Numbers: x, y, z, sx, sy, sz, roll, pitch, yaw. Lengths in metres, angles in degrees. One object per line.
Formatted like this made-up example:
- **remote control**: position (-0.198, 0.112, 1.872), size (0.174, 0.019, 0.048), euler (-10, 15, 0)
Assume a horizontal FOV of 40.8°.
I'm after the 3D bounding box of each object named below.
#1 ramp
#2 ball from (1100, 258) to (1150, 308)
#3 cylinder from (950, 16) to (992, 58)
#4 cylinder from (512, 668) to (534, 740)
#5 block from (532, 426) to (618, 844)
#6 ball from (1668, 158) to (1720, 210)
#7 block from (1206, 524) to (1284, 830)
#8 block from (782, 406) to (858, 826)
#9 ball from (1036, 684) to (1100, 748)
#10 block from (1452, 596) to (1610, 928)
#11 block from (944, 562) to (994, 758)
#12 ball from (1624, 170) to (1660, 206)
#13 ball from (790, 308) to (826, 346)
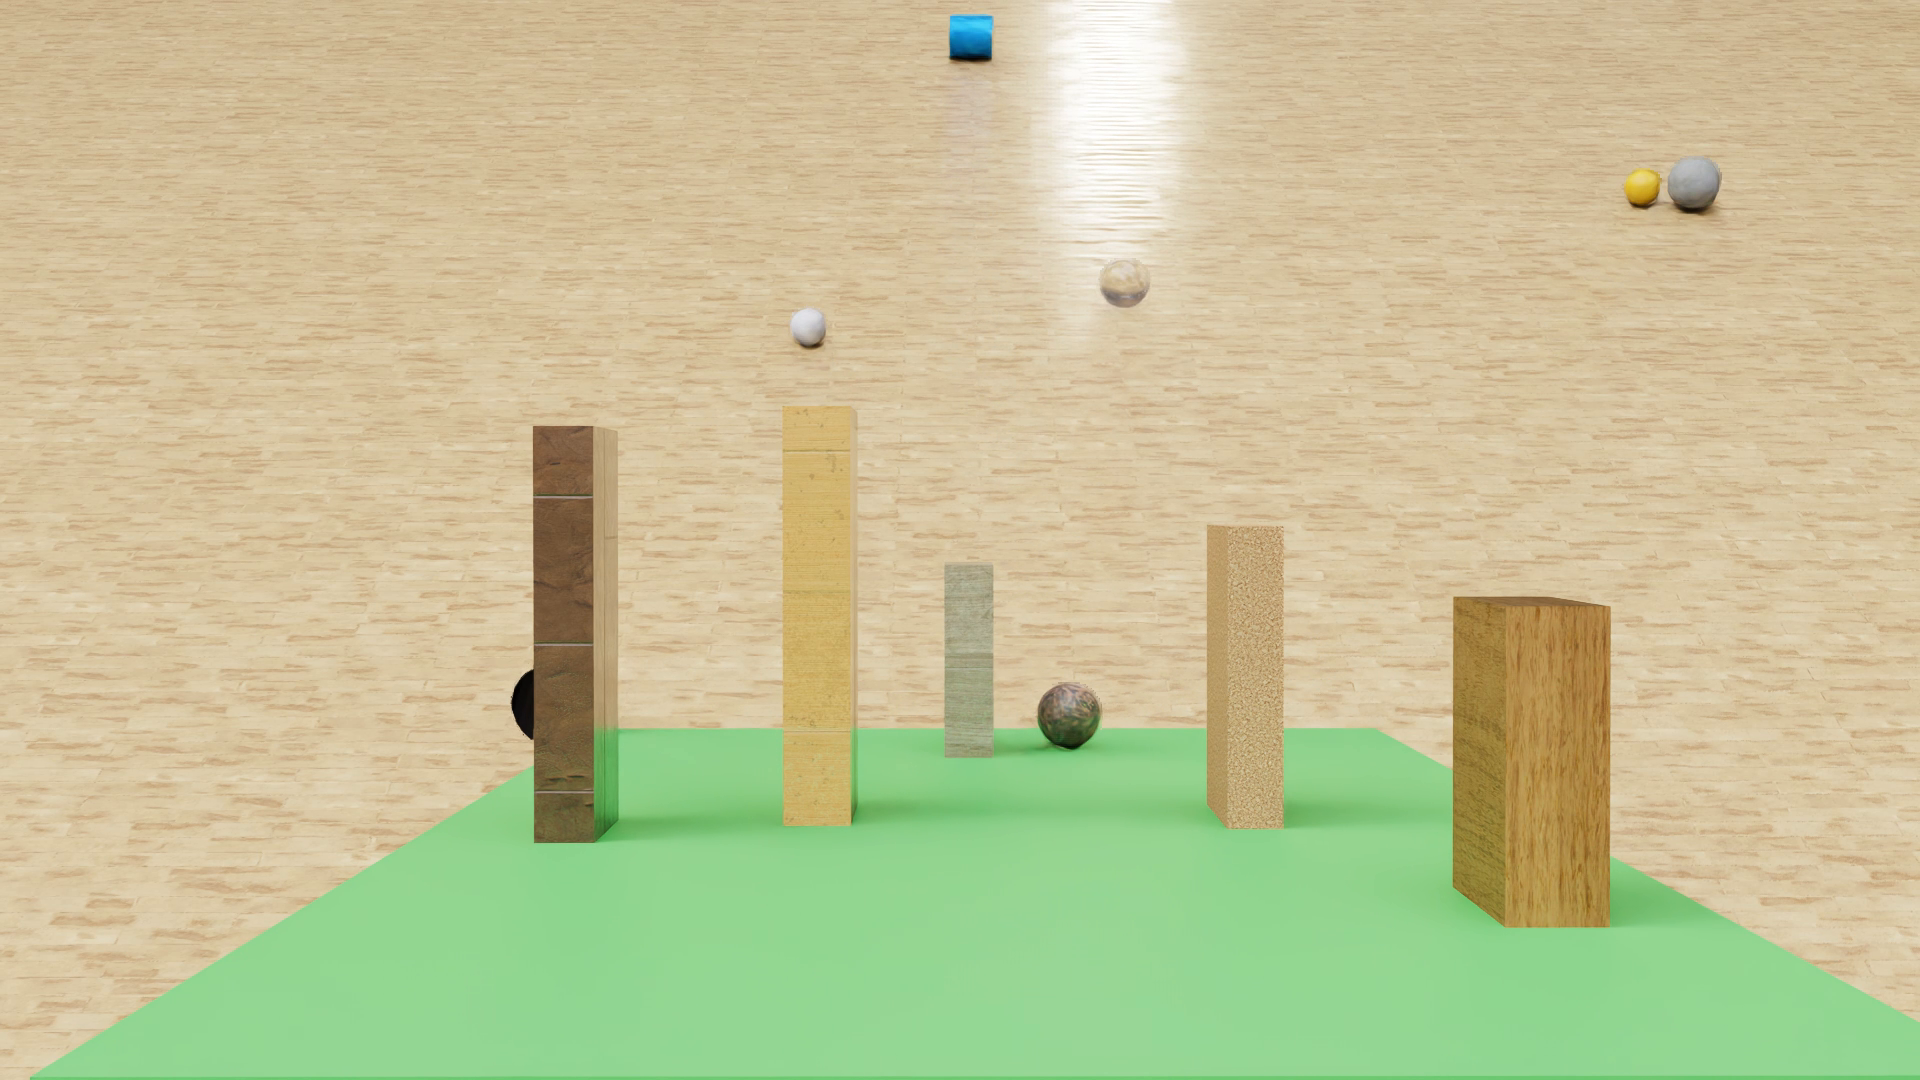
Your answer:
- **ramp**: position (0.062, 0.560, 4.599), size (2.000, 0.100, 4.000), euler (0, 1, 0)
- **ball**: position (0.591, -0.921, 9.282), size (0.178, 0.178, 0.178), euler (0, 28, 0)
- **cylinder**: position (0.052, -2.329, 11.957), size (0.195, 0.195, 0.195), euler (1, 28, 1)
- **cylinder**: position (-1.014, 0.412, 6.633), size (0.204, 0.204, 0.204), euler (8, 5, 14)
- **block**: position (-0.672, 0.158, 4.533), size (0.102, 0.707, 0.316), euler (0, 1, 0)
- **ball**: position (2.893, -1.405, 10.181), size (0.203, 0.203, 0.203), euler (0, 28, 0)
- **block**: position (0.521, 0.241, 4.746), size (0.099, 0.535, 0.379), euler (0, 1, 0)
- **block**: position (-0.256, 0.133, 4.774), size (0.121, 0.749, 0.336), euler (0, 1, 0)
- **ball**: position (0.256, 0.413, 6.084), size (0.152, 0.152, 0.152), euler (0, 28, 0)
- **block**: position (0.810, 0.305, 3.687), size (0.142, 0.436, 0.372), euler (0, 1, 0)
- **block**: position (0.020, 0.273, 5.990), size (0.111, 0.435, 0.308), euler (0, 1, 0)
- **ball**: position (2.703, -1.396, 10.234), size (0.140, 0.140, 0.140), euler (0, 28, 0)
- **ball**: position (-0.528, -0.742, 8.993), size (0.129, 0.129, 0.129), euler (0, 28, 0)
